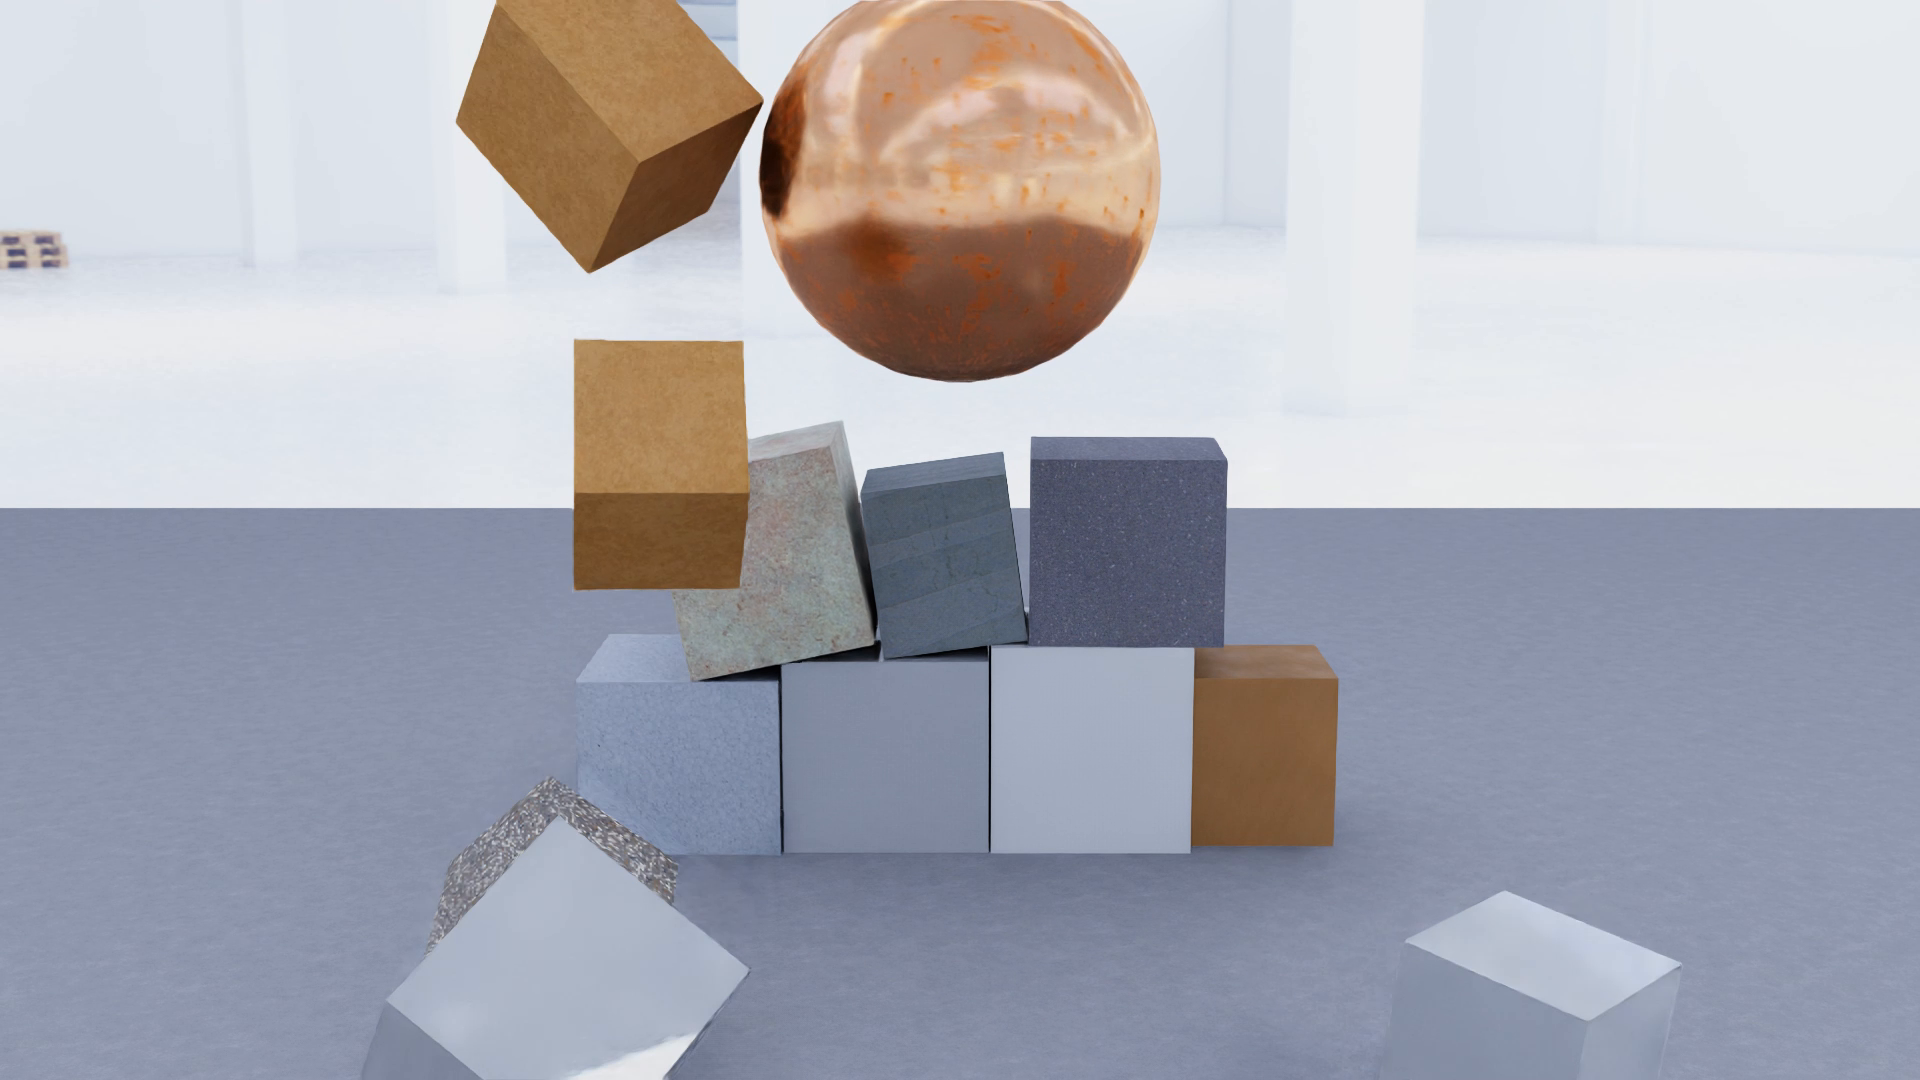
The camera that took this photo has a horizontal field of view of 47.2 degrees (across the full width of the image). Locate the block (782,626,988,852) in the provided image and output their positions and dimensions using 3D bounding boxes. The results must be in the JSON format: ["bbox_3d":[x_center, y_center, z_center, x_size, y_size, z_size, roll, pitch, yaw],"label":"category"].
[{"bbox_3d":[-0.368,0.992,11.378,1.020,0.977,0.982,0,10,0],"label":"block"}]

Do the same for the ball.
[{"bbox_3d":[0.000,-1.426,8.736,1.600,1.600,1.600,0,10,0],"label":"ball"}]

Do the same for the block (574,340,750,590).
[{"bbox_3d":[-1.053,-0.256,7.673,0.577,0.622,0.636,0,-31,-9],"label":"block"}]

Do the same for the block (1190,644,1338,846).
[{"bbox_3d":[1.521,1.049,11.376,0.723,0.866,0.744,0,10,0],"label":"block"}]

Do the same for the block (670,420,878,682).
[{"bbox_3d":[-0.967,0.030,11.171,0.916,1.001,1.024,-12,10,2],"label":"block"}]

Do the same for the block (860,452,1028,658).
[{"bbox_3d":[-0.075,0.062,11.178,0.716,0.835,0.804,-8,10,2],"label":"block"}]

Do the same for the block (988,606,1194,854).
[{"bbox_3d":[0.652,0.960,11.353,0.996,1.049,0.973,0,10,0],"label":"block"}]

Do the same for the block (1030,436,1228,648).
[{"bbox_3d":[0.832,-0.006,11.142,0.955,0.929,0.845,0,10,2],"label":"block"}]

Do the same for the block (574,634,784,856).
[{"bbox_3d":[-1.388,1.039,11.374,0.997,0.887,1.047,0,10,0],"label":"block"}]

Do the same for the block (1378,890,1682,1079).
[{"bbox_3d":[2.027,1.758,7.852,0.714,0.634,0.714,20,21,39],"label":"block"}]

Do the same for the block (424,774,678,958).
[{"bbox_3d":[-1.575,1.460,8.506,0.656,0.631,0.624,39,25,-23],"label":"block"}]

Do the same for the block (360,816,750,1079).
[{"bbox_3d":[-1.324,1.573,7.156,0.798,0.732,0.821,38,53,4],"label":"block"}]

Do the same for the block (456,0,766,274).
[{"bbox_3d":[-1.423,-1.731,8.887,0.689,0.859,0.734,-36,-9,-38],"label":"block"}]
